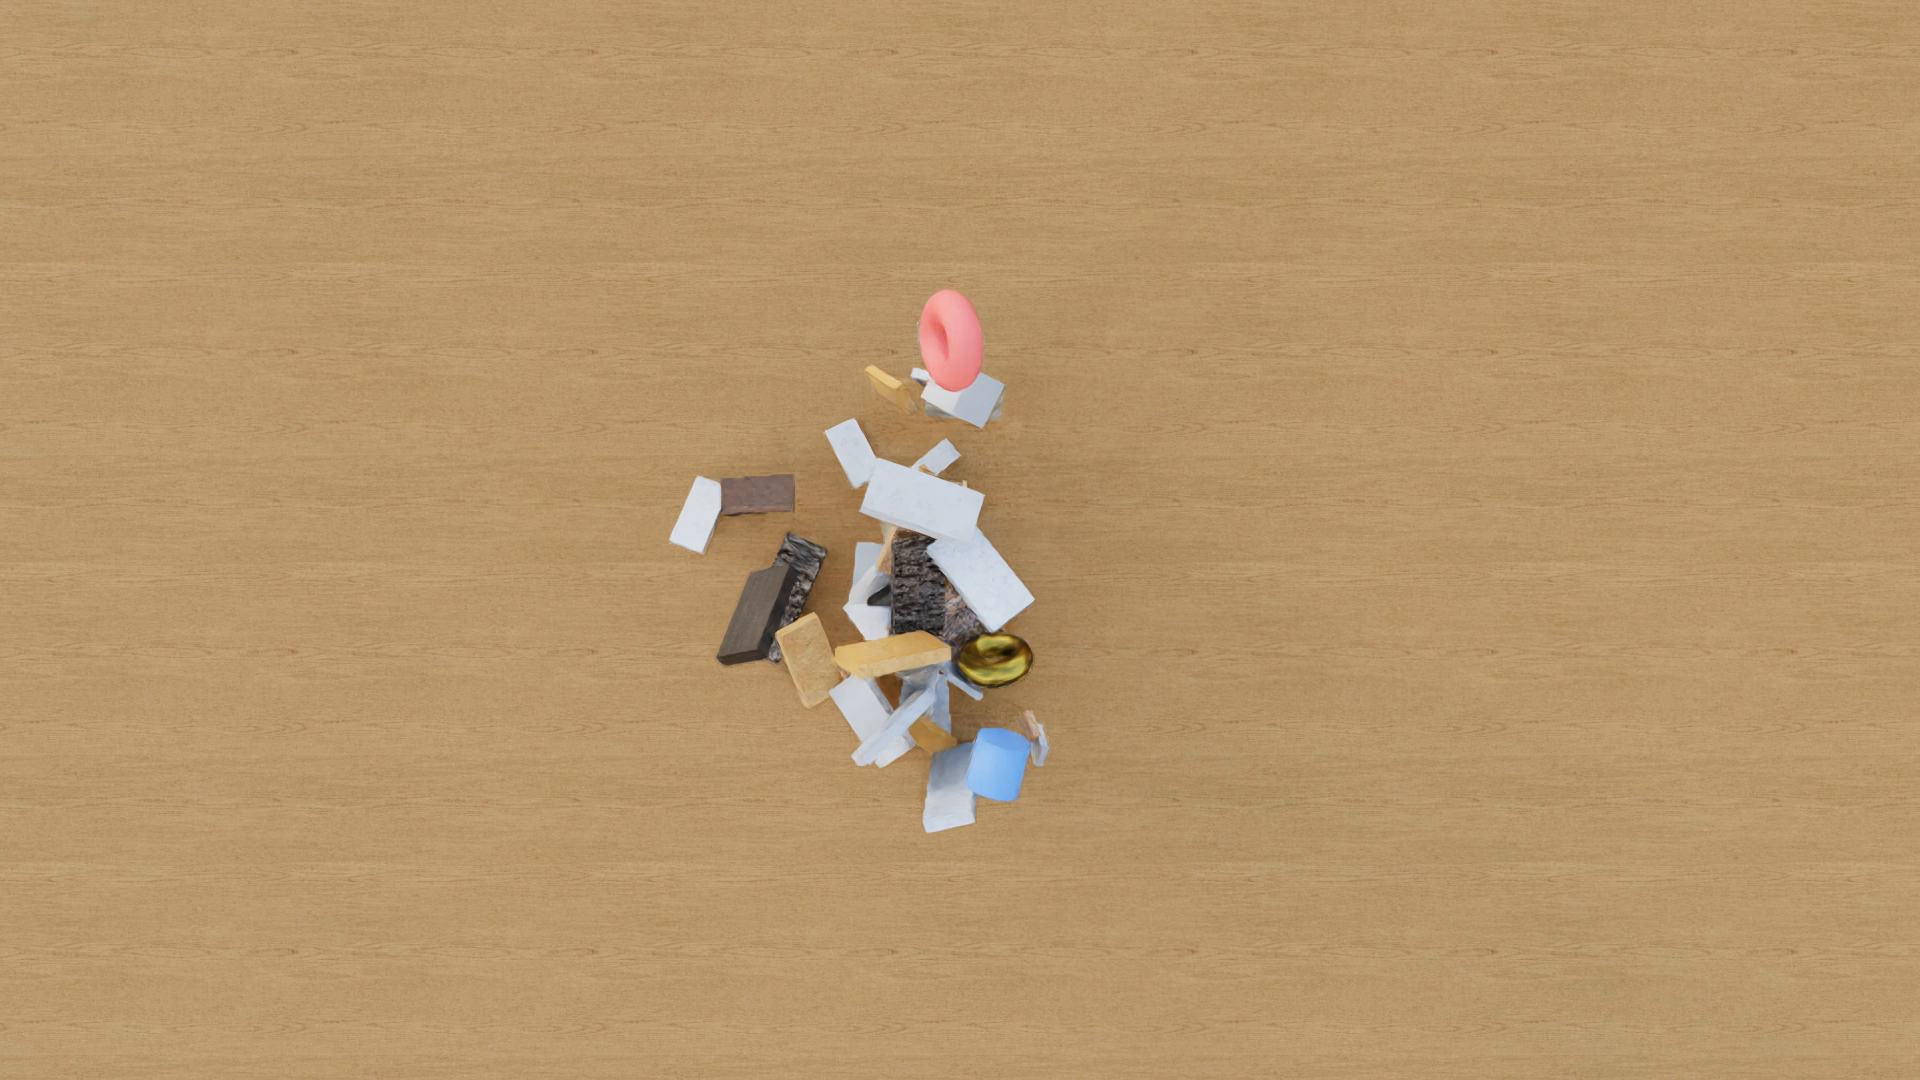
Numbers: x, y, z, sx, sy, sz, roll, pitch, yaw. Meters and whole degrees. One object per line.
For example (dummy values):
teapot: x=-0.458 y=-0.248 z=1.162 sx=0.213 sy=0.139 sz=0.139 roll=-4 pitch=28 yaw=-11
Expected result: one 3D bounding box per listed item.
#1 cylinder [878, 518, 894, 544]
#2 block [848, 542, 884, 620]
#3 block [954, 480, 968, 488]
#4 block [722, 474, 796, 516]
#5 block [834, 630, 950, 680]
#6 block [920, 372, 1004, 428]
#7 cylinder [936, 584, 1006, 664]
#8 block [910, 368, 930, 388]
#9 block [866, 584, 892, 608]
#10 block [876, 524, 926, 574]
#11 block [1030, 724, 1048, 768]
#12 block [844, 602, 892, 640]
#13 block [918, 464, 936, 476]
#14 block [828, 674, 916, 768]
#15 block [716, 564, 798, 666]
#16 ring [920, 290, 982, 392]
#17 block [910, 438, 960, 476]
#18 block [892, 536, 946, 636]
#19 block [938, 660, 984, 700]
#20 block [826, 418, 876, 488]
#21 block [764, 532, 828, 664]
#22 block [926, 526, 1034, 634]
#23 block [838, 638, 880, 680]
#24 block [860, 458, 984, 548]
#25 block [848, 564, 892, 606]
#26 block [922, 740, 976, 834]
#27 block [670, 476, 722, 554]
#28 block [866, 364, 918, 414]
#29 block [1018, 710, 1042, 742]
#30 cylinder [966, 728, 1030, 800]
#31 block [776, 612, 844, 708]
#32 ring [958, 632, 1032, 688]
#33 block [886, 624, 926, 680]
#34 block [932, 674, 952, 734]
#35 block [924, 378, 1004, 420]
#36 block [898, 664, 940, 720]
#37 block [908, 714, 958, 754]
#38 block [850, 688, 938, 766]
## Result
cylinder: x=-0.159 y=-0.066 z=5.334 sx=0.206 sy=0.206 sz=0.206 roll=-16 pitch=102 yaw=0
block: x=-0.290 y=0.143 z=5.481 sx=0.132 sy=0.037 sz=0.264 roll=6 pitch=90 yaw=0
block: x=0.001 y=-0.144 z=5.459 sx=0.054 sy=0.015 sz=0.109 roll=-12 pitch=55 yaw=8
block: x=-0.656 y=-0.147 z=5.371 sx=0.236 sy=0.033 sz=0.118 roll=-4 pitch=79 yaw=4
block: x=-0.205 y=0.346 z=5.000 sx=0.316 sy=0.158 sz=0.045 roll=-10 pitch=112 yaw=-32
block: x=0.008 y=-0.449 z=4.966 sx=0.148 sy=0.148 sz=0.148 roll=33 pitch=99 yaw=43
cylinder: x=-0.005 y=0.267 z=5.383 sx=0.235 sy=0.235 sz=0.235 roll=-30 pitch=90 yaw=0
block: x=-0.050 y=-0.485 z=5.297 sx=0.108 sy=0.390 sz=0.030 roll=13 pitch=86 yaw=16
block: x=-0.205 y=0.167 z=5.232 sx=0.096 sy=0.193 sz=0.027 roll=0 pitch=70 yaw=-36
block: x=-0.116 y=-0.026 z=4.992 sx=0.166 sy=0.047 sz=0.331 roll=16 pitch=122 yaw=-16
block: x=0.243 y=0.638 z=5.118 sx=0.023 sy=0.166 sz=0.083 roll=-10 pitch=65 yaw=-10
block: x=-0.265 y=0.263 z=5.360 sx=0.132 sy=0.037 sz=0.264 roll=-40 pitch=48 yaw=0
block: x=-0.103 y=-0.164 z=5.417 sx=0.022 sy=0.077 sz=0.153 roll=-22 pitch=130 yaw=-23
block: x=-0.283 y=0.575 z=5.328 sx=0.151 sy=0.043 sz=0.301 roll=-37 pitch=86 yaw=32
block: x=-0.617 y=0.227 z=5.038 sx=0.166 sy=0.331 sz=0.047 roll=-13 pitch=133 yaw=33
ring: x=-0.027 y=-0.565 z=4.693 sx=0.096 sy=0.289 sz=0.289 roll=-11 pitch=90 yaw=-24
block: x=-0.081 y=-0.262 z=5.489 sx=0.153 sy=0.022 sz=0.077 roll=-40 pitch=90 yaw=0
block: x=-0.127 y=0.150 z=5.050 sx=0.158 sy=0.045 sz=0.389 roll=-8 pitch=132 yaw=-12
block: x=0.003 y=0.440 z=5.234 sx=0.023 sy=0.083 sz=0.166 roll=-42 pitch=126 yaw=15
block: x=-0.349 y=-0.287 z=5.450 sx=0.108 sy=0.030 sz=0.215 roll=-25 pitch=77 yaw=-10
block: x=-0.588 y=0.193 z=5.480 sx=0.144 sy=0.041 sz=0.415 roll=23 pitch=90 yaw=0
block: x=0.060 y=0.104 z=4.877 sx=0.158 sy=0.045 sz=0.316 roll=-37 pitch=83 yaw=-15
block: x=-0.276 y=0.380 z=5.430 sx=0.264 sy=0.037 sz=0.132 roll=-30 pitch=90 yaw=-19
block: x=-0.110 y=-0.108 z=4.821 sx=0.331 sy=0.047 sz=0.166 roll=19 pitch=65 yaw=-5
block: x=-0.243 y=0.134 z=5.219 sx=0.144 sy=0.289 sz=0.041 roll=-7 pitch=72 yaw=-23
block: x=-0.023 y=0.774 z=5.221 sx=0.151 sy=0.551 sz=0.043 roll=-14 pitch=104 yaw=6
block: x=-0.855 y=-0.083 z=5.434 sx=0.118 sy=0.033 sz=0.236 roll=20 pitch=78 yaw=8
block: x=-0.220 y=-0.481 z=5.254 sx=0.030 sy=0.215 sz=0.108 roll=-40 pitch=126 yaw=-10
block: x=0.211 y=0.572 z=5.047 sx=0.023 sy=0.166 sz=0.083 roll=-19 pitch=78 yaw=-10
cylinder: x=0.114 y=0.671 z=4.951 sx=0.163 sy=0.163 sz=0.163 roll=14 pitch=103 yaw=0
block: x=-0.484 y=0.391 z=5.341 sx=0.144 sy=0.041 sz=0.289 roll=-29 pitch=120 yaw=-19
ring: x=0.110 y=0.376 z=5.206 sx=0.240 sy=0.240 sz=0.080 roll=-6 pitch=122 yaw=0
block: x=-0.174 y=0.344 z=5.267 sx=0.096 sy=0.027 sz=0.193 roll=-19 pitch=121 yaw=-15
block: x=-0.090 y=0.559 z=5.485 sx=0.109 sy=0.031 sz=0.219 roll=-4 pitch=90 yaw=0
block: x=0.013 y=-0.436 z=5.113 sx=0.236 sy=0.033 sz=0.118 roll=3 pitch=121 yaw=-8
block: x=-0.134 y=0.491 z=5.408 sx=0.109 sy=0.031 sz=0.219 roll=3 pitch=48 yaw=9
block: x=-0.119 y=0.627 z=5.379 sx=0.109 sy=0.219 sz=0.031 roll=-18 pitch=48 yaw=35
block: x=-0.208 y=0.587 z=5.182 sx=0.301 sy=0.151 sz=0.043 roll=-44 pitch=95 yaw=-19
